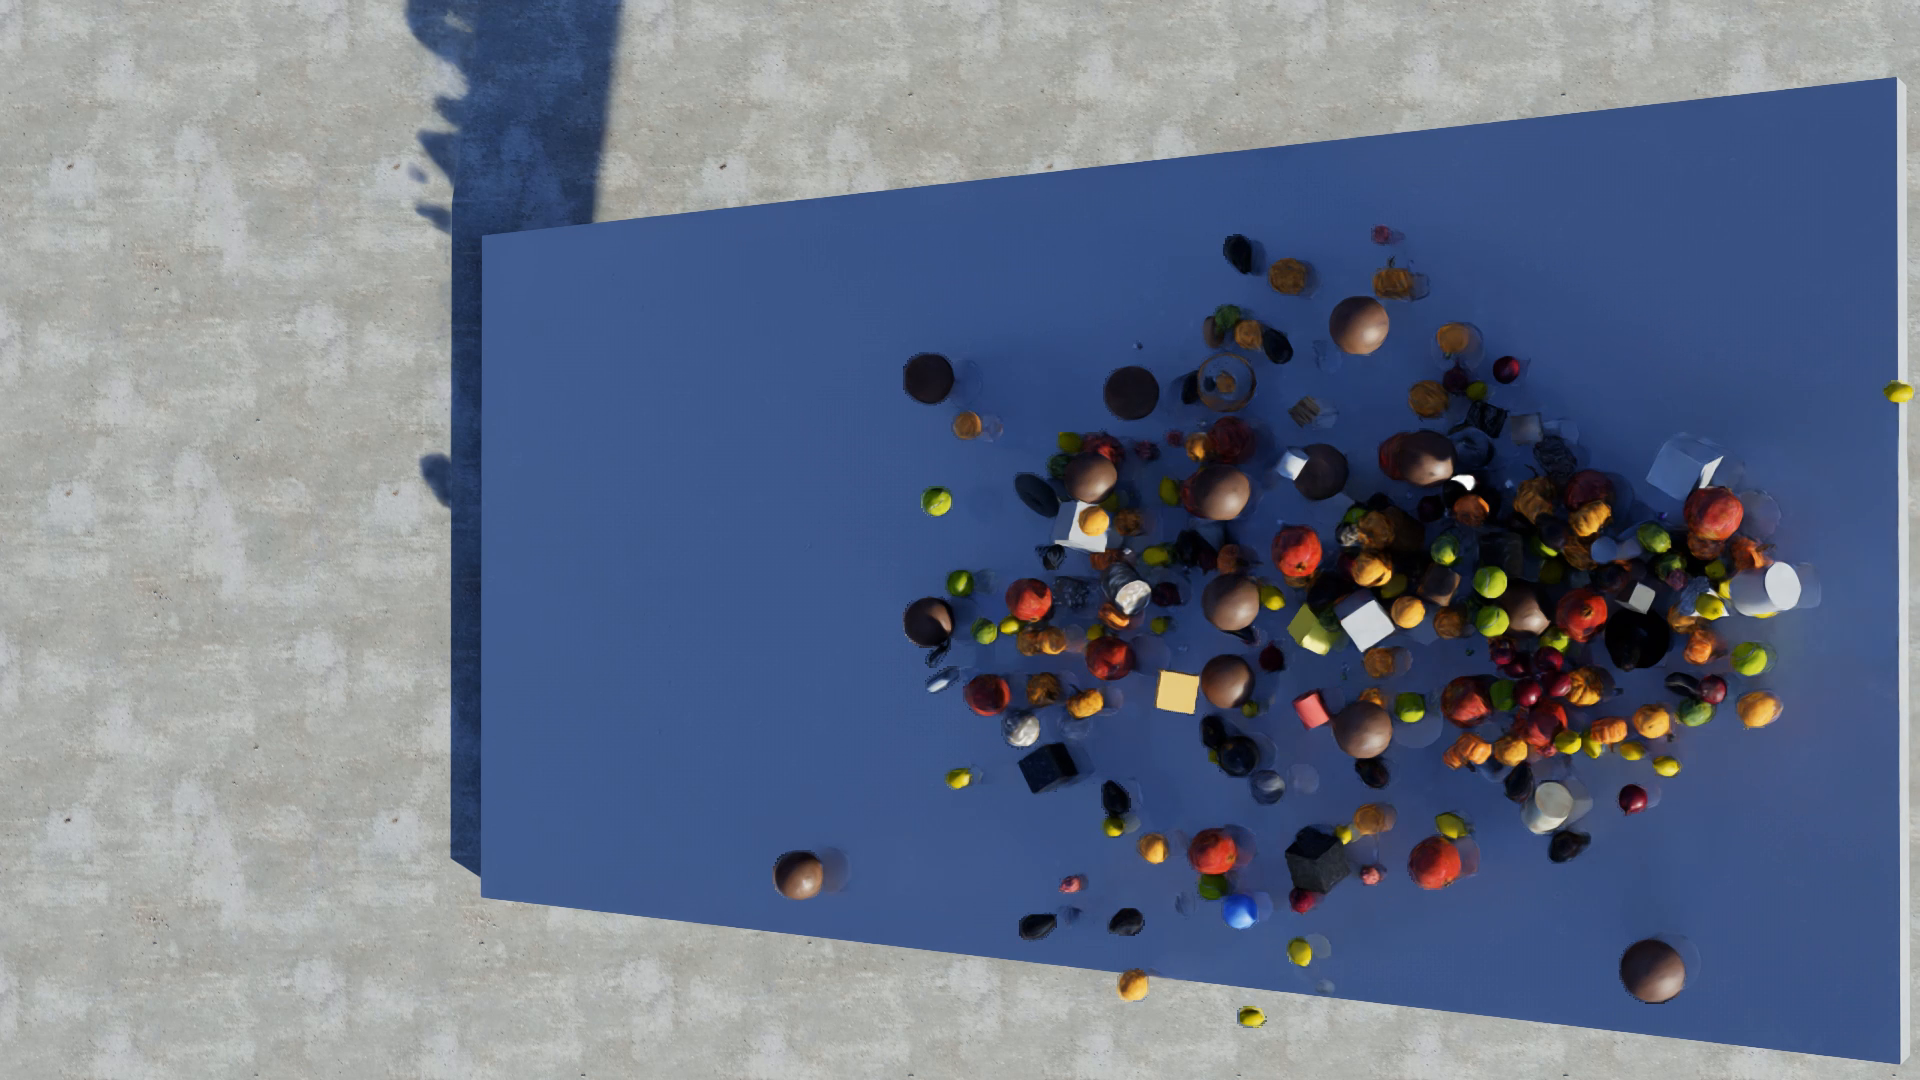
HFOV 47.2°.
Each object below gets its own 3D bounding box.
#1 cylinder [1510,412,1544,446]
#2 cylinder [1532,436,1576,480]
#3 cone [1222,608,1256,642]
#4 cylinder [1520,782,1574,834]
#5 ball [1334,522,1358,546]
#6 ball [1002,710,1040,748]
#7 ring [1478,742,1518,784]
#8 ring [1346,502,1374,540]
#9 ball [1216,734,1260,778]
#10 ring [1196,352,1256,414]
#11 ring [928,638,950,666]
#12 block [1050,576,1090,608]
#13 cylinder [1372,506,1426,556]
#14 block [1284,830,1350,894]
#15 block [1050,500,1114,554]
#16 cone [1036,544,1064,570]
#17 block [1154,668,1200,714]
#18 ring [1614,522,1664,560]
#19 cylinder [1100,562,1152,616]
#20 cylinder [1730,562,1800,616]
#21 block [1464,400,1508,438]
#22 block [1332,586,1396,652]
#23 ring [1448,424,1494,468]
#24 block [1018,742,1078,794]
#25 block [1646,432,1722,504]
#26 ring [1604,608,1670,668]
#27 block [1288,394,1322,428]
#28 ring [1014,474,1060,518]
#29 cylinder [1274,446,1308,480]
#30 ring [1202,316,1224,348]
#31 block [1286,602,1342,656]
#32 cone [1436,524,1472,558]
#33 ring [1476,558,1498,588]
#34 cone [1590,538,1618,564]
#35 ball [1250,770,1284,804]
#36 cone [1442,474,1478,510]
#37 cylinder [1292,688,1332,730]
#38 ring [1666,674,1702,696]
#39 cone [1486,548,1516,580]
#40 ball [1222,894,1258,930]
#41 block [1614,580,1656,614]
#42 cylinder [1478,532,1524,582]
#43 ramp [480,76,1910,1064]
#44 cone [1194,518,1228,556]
[{"bbox_3d":[1.229,-0.240,4.769,0.065,0.065,0.065,-7,89,18],"label":"cylinder"},{"bbox_3d":[1.296,-0.180,4.793,0.069,0.069,0.069,-9,128,-12],"label":"cylinder"},{"bbox_3d":[0.671,0.215,5.175,0.080,0.080,0.080,-41,59,0],"label":"cone"},{"bbox_3d":[1.276,0.584,4.782,0.086,0.086,0.086,4,59,-6],"label":"cylinder"},{"bbox_3d":[0.842,-0.012,4.786,0.052,0.052,0.052,0,90,0],"label":"ball"},{"bbox_3d":[0.152,0.466,5.435,0.092,0.092,0.092,0,90,0],"label":"ball"},{"bbox_3d":[1.198,0.495,4.890,0.094,0.031,0.094,0,90,35],"label":"ring"},{"bbox_3d":[0.920,-0.043,5.063,0.029,0.087,0.087,-10,89,-26],"label":"ring"},{"bbox_3d":[0.658,0.511,5.203,0.099,0.099,0.099,0,90,0],"label":"ball"},{"bbox_3d":[0.627,-0.369,5.178,0.143,0.048,0.143,3,99,16],"label":"ring"},{"bbox_3d":[-0.054,0.285,5.610,0.026,0.079,0.079,35,90,2],"label":"ring"},{"bbox_3d":[0.274,0.130,5.477,0.065,0.065,0.065,16,98,32],"label":"block"},{"bbox_3d":[0.993,-0.021,4.972,0.084,0.084,0.084,31,89,-33],"label":"cylinder"},{"bbox_3d":[0.816,0.735,5.024,0.093,0.093,0.093,-33,116,-33],"label":"block"},{"bbox_3d":[0.296,-0.031,5.323,0.100,0.100,0.100,19,80,-21],"label":"block"},{"bbox_3d":[0.209,0.031,5.450,0.071,0.071,0.071,29,89,42],"label":"cone"},{"bbox_3d":[0.504,0.352,5.124,0.087,0.087,0.087,9,90,1],"label":"block"},{"bbox_3d":[1.442,0.001,4.688,0.122,0.122,0.041,-32,97,0],"label":"ring"},{"bbox_3d":[0.399,0.116,5.313,0.095,0.095,0.095,-11,123,-17],"label":"cylinder"},{"bbox_3d":[1.643,0.101,4.491,0.097,0.097,0.097,5,78,-26],"label":"cylinder"},{"bbox_3d":[1.170,-0.269,4.895,0.064,0.064,0.064,26,103,31],"label":"block"},{"bbox_3d":[0.900,0.175,4.897,0.090,0.090,0.090,-35,106,11],"label":"block"},{"bbox_3d":[1.130,-0.208,4.863,0.113,0.113,0.038,45,61,0],"label":"ring"},{"bbox_3d":[0.220,0.570,5.493,0.090,0.090,0.090,-36,71,29],"label":"block"},{"bbox_3d":[1.507,-0.150,4.579,0.095,0.095,0.095,37,125,27],"label":"block"},{"bbox_3d":[1.451,0.209,4.713,0.136,0.045,0.136,3,96,26],"label":"ring"},{"bbox_3d":[0.802,-0.299,5.115,0.051,0.051,0.051,-39,86,-8],"label":"block"},{"bbox_3d":[0.195,-0.111,5.496,0.139,0.139,0.046,42,76,0],"label":"ring"},{"bbox_3d":[0.738,-0.172,4.894,0.055,0.055,0.055,30,117,0],"label":"cylinder"},{"bbox_3d":[0.607,-0.498,5.259,0.026,0.077,0.077,-2,89,39],"label":"ring"},{"bbox_3d":[0.821,0.206,5.093,0.077,0.077,0.077,22,110,-25],"label":"block"},{"bbox_3d":[1.095,-0.015,4.876,0.077,0.077,0.077,8,130,9],"label":"cone"},{"bbox_3d":[1.175,0.069,4.891,0.027,0.080,0.080,-2,89,-16],"label":"ring"},{"bbox_3d":[1.368,0.026,4.651,0.057,0.057,0.057,-5,79,28],"label":"cone"},{"bbox_3d":[0.713,0.574,5.109,0.081,0.081,0.081,0,90,0],"label":"ball"},{"bbox_3d":[1.096,-0.122,4.896,0.086,0.086,0.086,-5,115,-12],"label":"cone"},{"bbox_3d":[0.815,0.392,5.094,0.069,0.069,0.069,-28,93,0],"label":"cylinder"},{"bbox_3d":[1.530,0.306,4.652,0.075,0.075,0.025,24,68,0],"label":"ring"},{"bbox_3d":[1.206,0.057,4.837,0.072,0.072,0.072,-9,76,43],"label":"cone"},{"bbox_3d":[0.663,0.879,5.205,0.083,0.083,0.083,0,90,0],"label":"ball"},{"bbox_3d":[1.434,0.120,4.669,0.051,0.051,0.051,31,83,-16],"label":"block"},{"bbox_3d":[1.170,0.038,4.757,0.092,0.092,0.092,1,77,0],"label":"cylinder"},{"bbox_3d":[0.255,0.070,5.589,4.000,0.100,2.000,0,89,33],"label":"ramp"},{"bbox_3d":[0.613,0.000,5.249,0.087,0.087,0.087,-17,87,0],"label":"cone"}]
